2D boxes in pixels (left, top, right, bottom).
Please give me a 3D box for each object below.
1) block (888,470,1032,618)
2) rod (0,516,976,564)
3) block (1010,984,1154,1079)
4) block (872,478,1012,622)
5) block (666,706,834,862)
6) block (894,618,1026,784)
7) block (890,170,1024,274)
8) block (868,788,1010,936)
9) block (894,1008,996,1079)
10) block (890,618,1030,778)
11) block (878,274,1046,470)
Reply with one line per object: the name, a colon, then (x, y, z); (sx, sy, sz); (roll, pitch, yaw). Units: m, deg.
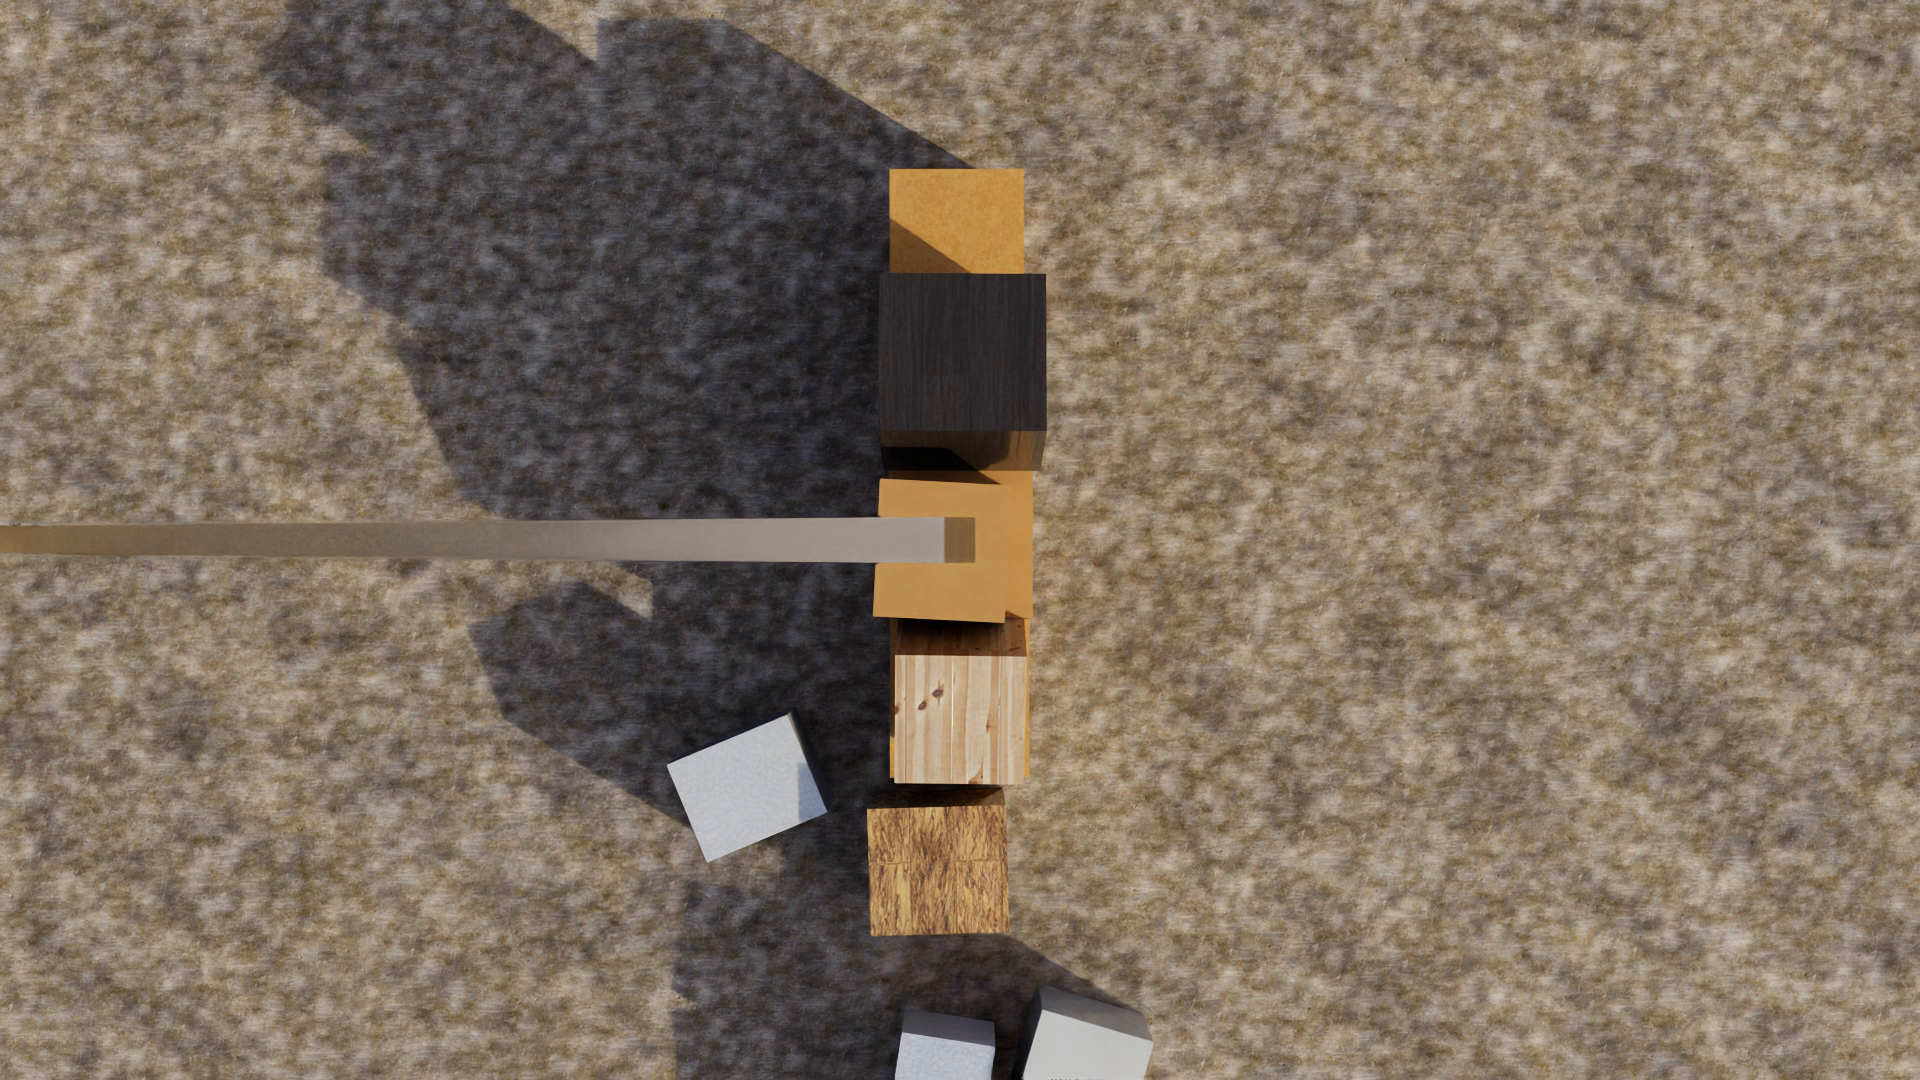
block: (0.005, -0.025, 12.538); (0.790, 0.923, 0.910); (0, 90, 0)
rod: (-1.898, 0.000, 5.605); (5.200, 0.080, 0.080); (0, 90, 43)
block: (0.666, 3.075, 12.640); (0.651, 0.720, 0.754); (16, 90, 0)
block: (-0.091, 0.056, 11.710); (0.681, 0.734, 0.711); (3, 90, 0)
block: (-1.198, 1.398, 12.684); (0.734, 0.633, 0.594); (-23, 90, 0)
block: (0.002, 0.862, 11.890); (0.689, 0.607, 0.724); (1, 107, 0)
block: (-0.018, -1.696, 12.562); (0.741, 0.876, 0.698); (0, 90, 0)
block: (-0.120, 1.829, 12.584); (0.768, 0.833, 0.703); (-2, 90, 0)
block: (-0.114, 3.132, 12.680); (0.534, 0.639, 0.654); (9, 90, 0)
block: (-0.002, 0.884, 12.644); (0.778, 0.713, 0.887); (0, 90, 0)
block: (0.013, -0.875, 11.675); (0.856, 0.935, 0.831); (0, 79, 0)
